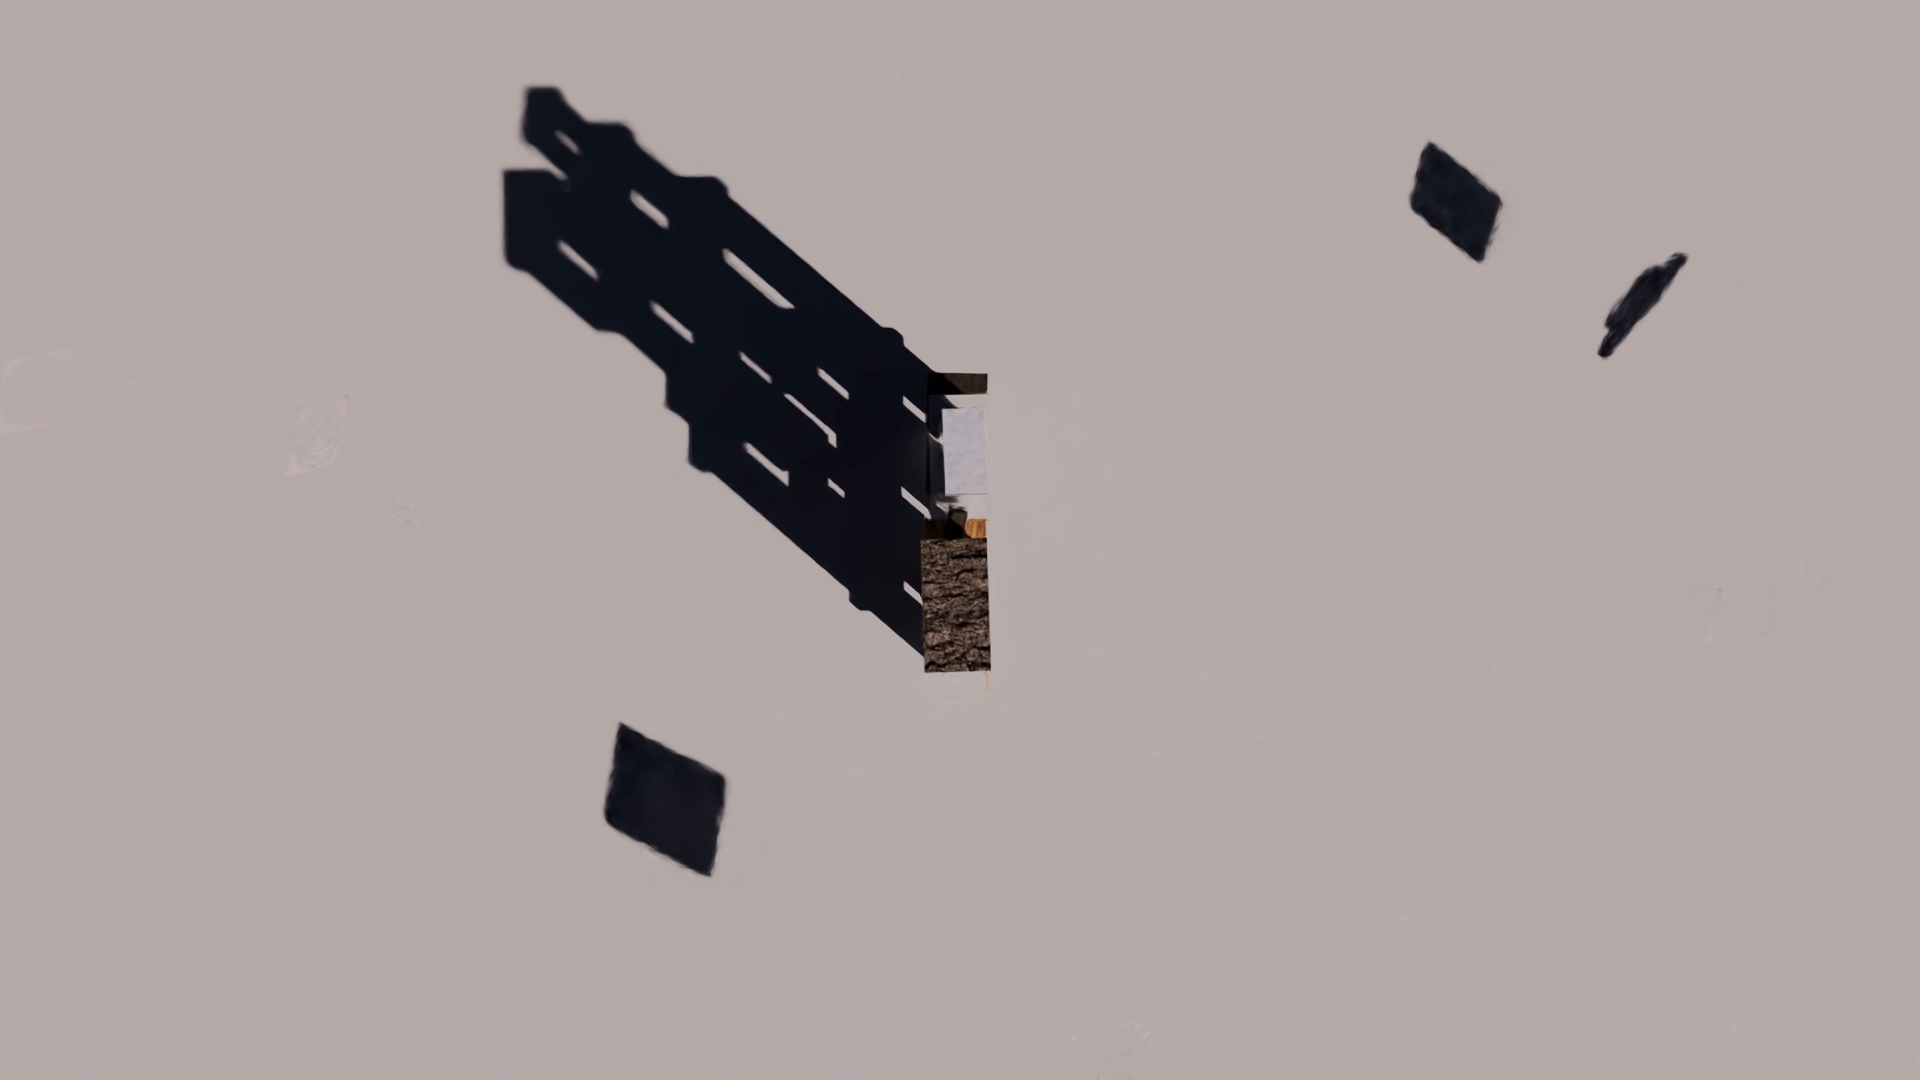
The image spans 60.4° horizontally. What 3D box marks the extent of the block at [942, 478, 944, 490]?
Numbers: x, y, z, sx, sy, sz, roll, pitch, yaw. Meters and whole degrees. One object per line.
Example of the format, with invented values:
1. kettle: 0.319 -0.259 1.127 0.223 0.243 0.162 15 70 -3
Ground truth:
1. block: 0.009 -0.133 3.998 0.102 0.204 0.029 3 91 -2

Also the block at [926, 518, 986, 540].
1. block: -0.008 0.096 4.219 0.153 0.043 0.306 -1 90 0

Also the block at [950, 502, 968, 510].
1. block: -0.002 -0.081 4.047 0.045 0.091 0.013 3 85 0

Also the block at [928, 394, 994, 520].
1. block: 0.002 -0.209 4.142 0.155 0.044 0.311 -1 90 0

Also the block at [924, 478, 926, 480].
1. block: -0.012 -0.182 4.685 0.162 0.325 0.046 3 90 0

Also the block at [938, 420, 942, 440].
1. block: 0.001 -0.269 4.015 0.102 0.204 0.029 -1 88 -3

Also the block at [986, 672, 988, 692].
1. block: 0.002 0.402 4.876 0.154 0.567 0.044 0 90 0

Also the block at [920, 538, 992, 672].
1. block: -0.010 0.152 3.863 0.155 0.044 0.311 -2 90 1

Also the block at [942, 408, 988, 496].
1. block: 0.012 -0.208 3.887 0.102 0.029 0.204 -2 81 -3

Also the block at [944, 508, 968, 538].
1. block: -0.011 -0.037 4.011 0.045 0.013 0.091 7 131 -6

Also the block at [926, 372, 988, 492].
1. block: -0.009 -0.291 4.499 0.162 0.046 0.325 1 90 0

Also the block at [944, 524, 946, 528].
1. block: -0.014 -0.027 4.113 0.045 0.167 0.013 0 86 0

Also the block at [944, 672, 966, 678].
1. block: -0.013 0.310 4.419 0.060 0.017 0.120 2 90 2

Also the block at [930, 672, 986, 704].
1. block: -0.006 0.298 4.571 0.154 0.044 0.308 0 90 0
